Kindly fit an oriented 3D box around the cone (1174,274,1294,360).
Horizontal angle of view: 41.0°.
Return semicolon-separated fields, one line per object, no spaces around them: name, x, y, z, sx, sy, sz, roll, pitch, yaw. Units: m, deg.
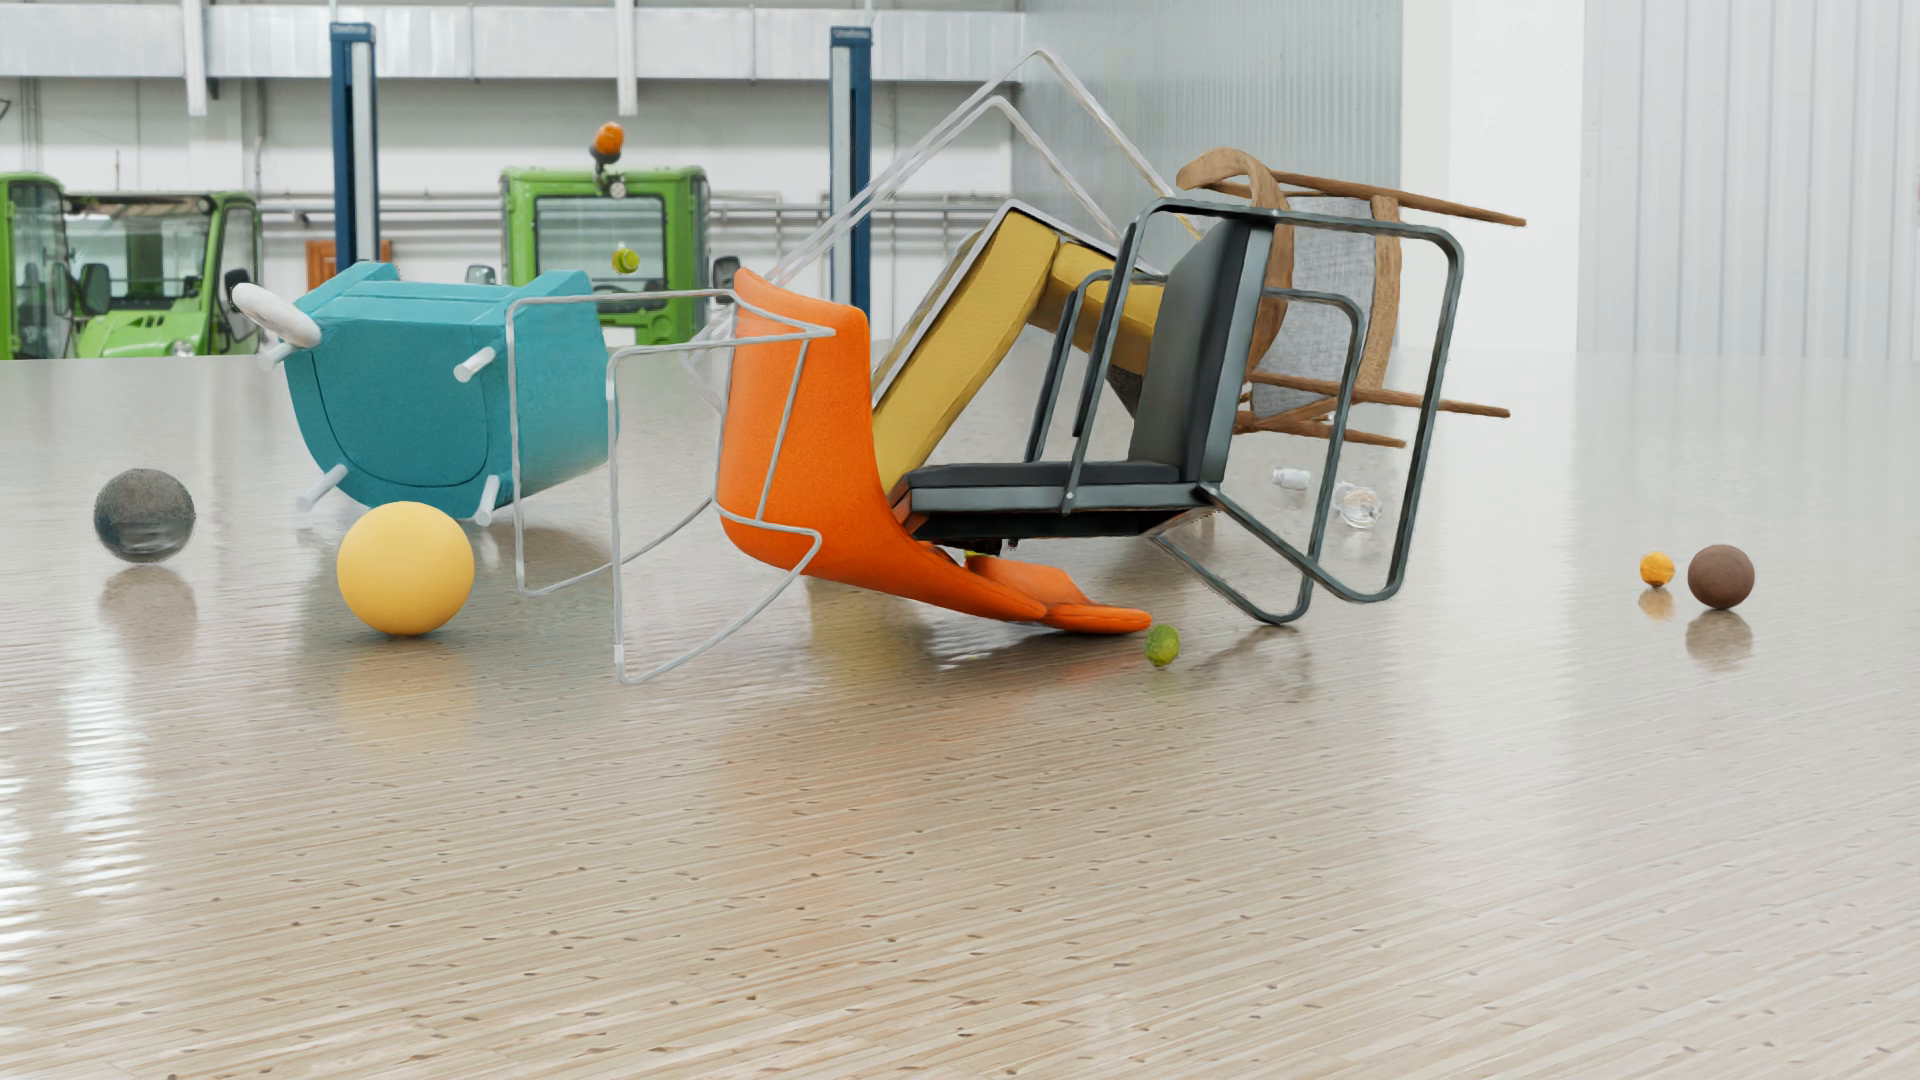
cone;0.740;-0.680;7.186;0.311;0.264;0.130;24;-15;5

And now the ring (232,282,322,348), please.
ring;-1.757;-0.577;6.601;0.256;0.067;0.258;21;-14;38

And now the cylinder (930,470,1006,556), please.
cylinder;0.014;-0.052;4.931;0.130;0.170;0.076;11;-38;-12

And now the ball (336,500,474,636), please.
ball;-1.014;0.052;4.697;0.248;0.248;0.248;0;6;0

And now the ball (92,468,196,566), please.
ball;-1.856;-0.053;5.837;0.223;0.223;0.223;0;6;0

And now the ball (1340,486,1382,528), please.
ball;1.048;-0.085;6.703;0.109;0.109;0.109;0;6;0
